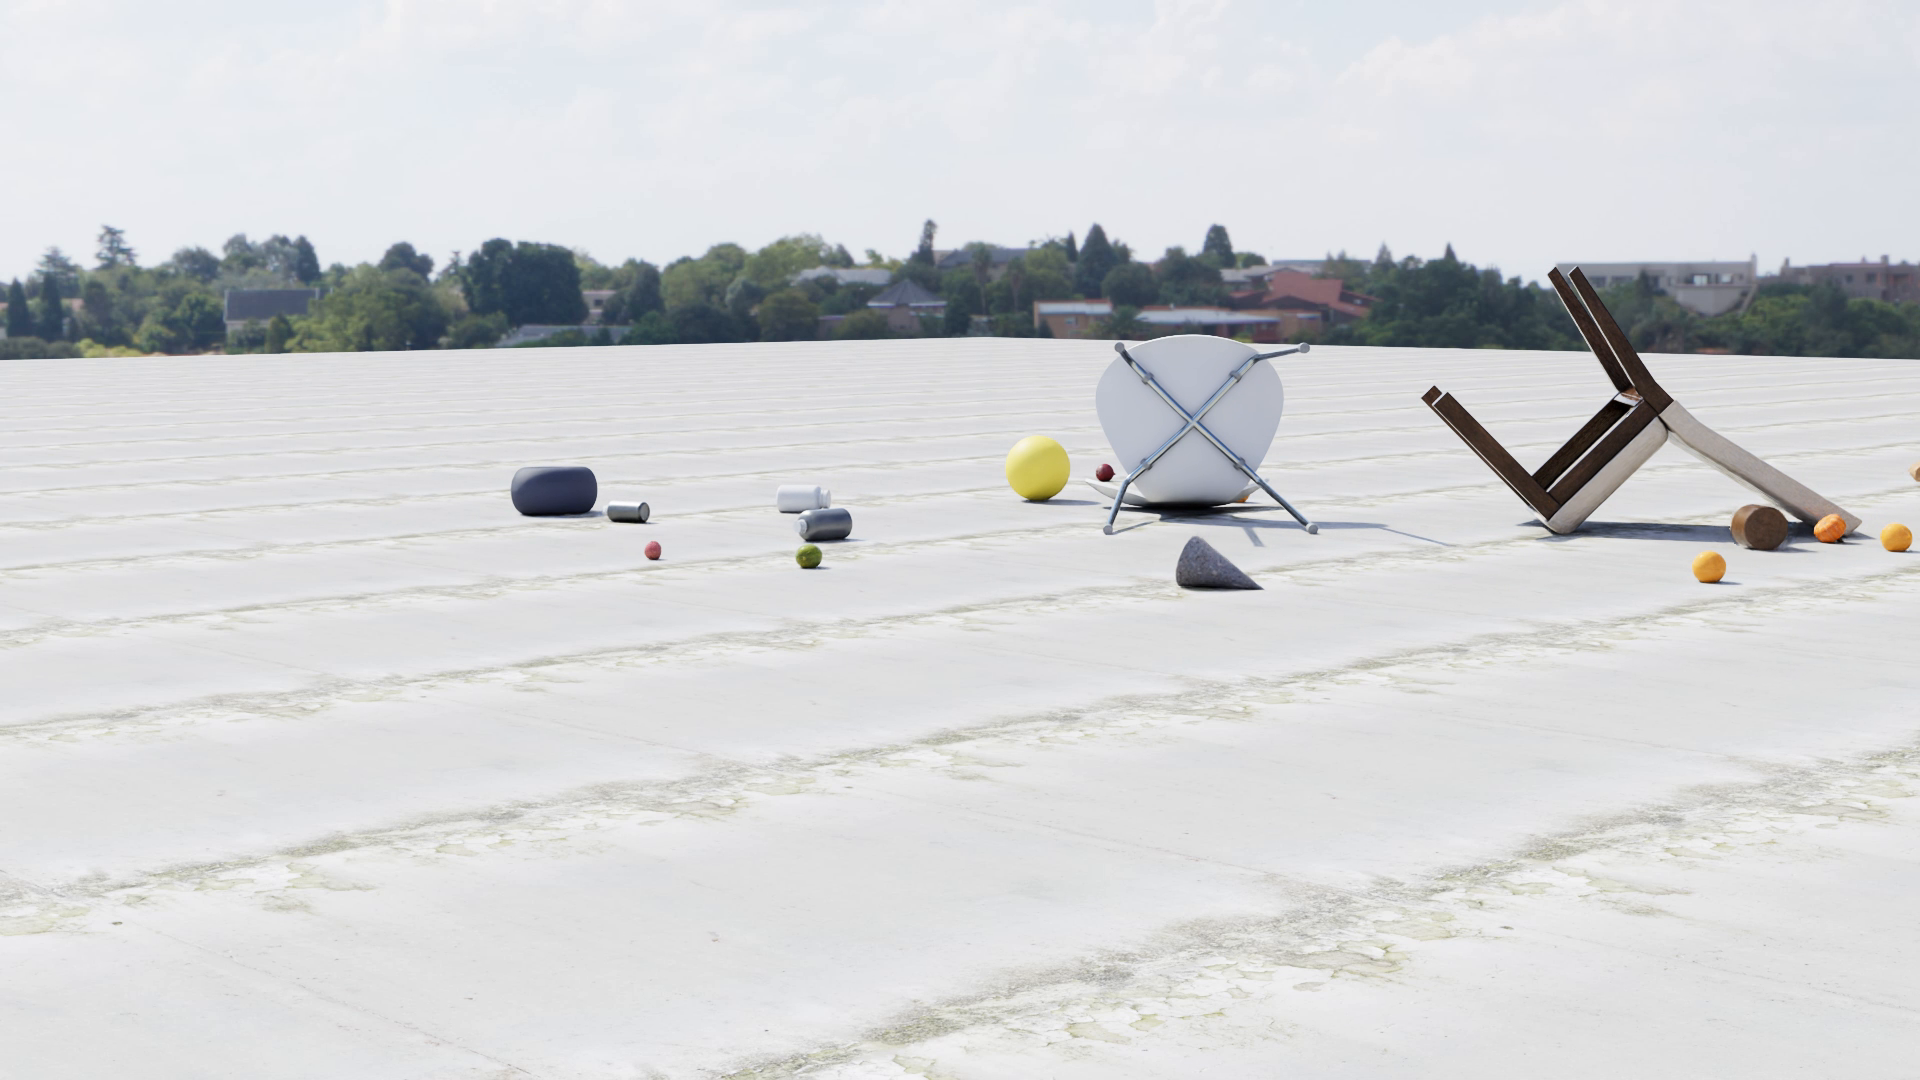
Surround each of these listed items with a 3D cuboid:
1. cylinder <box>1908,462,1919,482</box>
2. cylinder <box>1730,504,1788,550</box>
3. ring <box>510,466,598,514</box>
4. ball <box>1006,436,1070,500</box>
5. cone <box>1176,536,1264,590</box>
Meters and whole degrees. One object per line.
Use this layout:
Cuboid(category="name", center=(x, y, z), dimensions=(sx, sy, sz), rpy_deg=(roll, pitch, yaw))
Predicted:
Cuboid(category="cylinder", center=(3.055, -0.208, 8.025), dimensions=(0.149, 0.083, 0.128), rpy_deg=(4, 7, 12))
Cuboid(category="cylinder", center=(1.931, -0.031, 6.198), dimensions=(0.112, 0.106, 0.074), rpy_deg=(7, 5, -10))
Cuboid(category="ring", center=(-1.128, -0.139, 7.137), dimensions=(0.261, 0.129, 0.192), rpy_deg=(-3, 5, -44))
Cuboid(category="ball", center=(0.228, -0.211, 7.523), dimensions=(0.192, 0.192, 0.192), rpy_deg=(0, 6, 0))
Cuboid(category="cone", center=(0.564, 0.074, 5.424), dimensions=(0.179, 0.114, 0.149), rpy_deg=(22, 0, 21))
